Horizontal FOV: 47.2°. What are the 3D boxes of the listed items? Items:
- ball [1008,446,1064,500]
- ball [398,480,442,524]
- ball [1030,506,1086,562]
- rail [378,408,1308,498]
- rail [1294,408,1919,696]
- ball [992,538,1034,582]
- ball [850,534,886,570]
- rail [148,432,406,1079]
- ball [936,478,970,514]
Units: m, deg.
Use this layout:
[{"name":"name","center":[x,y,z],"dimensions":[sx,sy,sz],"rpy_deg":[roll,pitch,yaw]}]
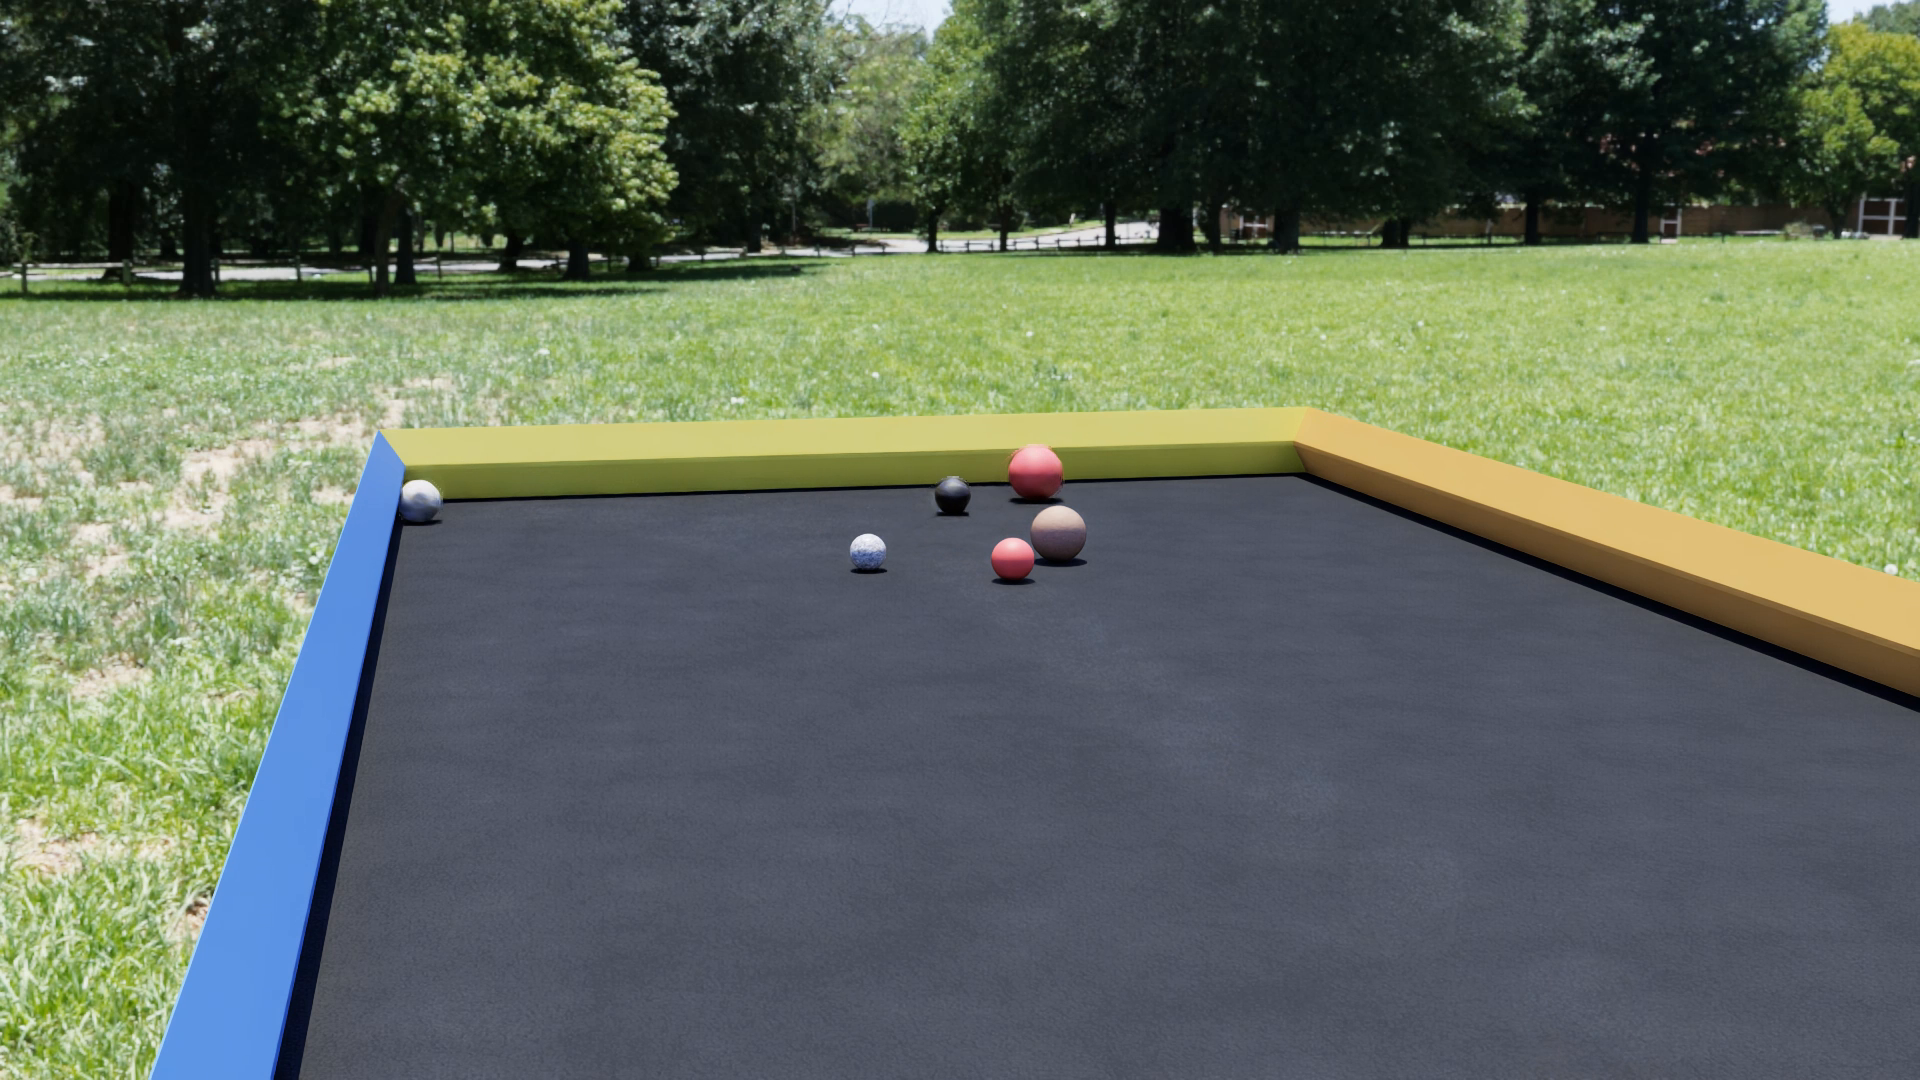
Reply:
[{"name":"ball","center":[0.132,-0.116,3.832],"dimensions":[0.095,0.095,0.095],"rpy_deg":[0,10,0]},{"name":"ball","center":[-0.884,-0.063,3.595],"dimensions":[0.071,0.071,0.071],"rpy_deg":[0,10,0]},{"name":"ball","center":[0.145,-0.009,3.240],"dimensions":[0.083,0.083,0.083],"rpy_deg":[0,10,0]},{"name":"rail","center":[-0.169,-0.157,3.981],"dimensions":[1.712,0.124,0.045],"rpy_deg":[-2,10,-12]},{"name":"rail","center":[0.987,0.076,2.611],"dimensions":[0.045,0.124,3.258],"rpy_deg":[-2,10,-12]},{"name":"ball","center":[0.074,0.027,3.092],"dimensions":[0.061,0.061,0.061],"rpy_deg":[0,10,0]},{"name":"ball","center":[-0.133,0.018,3.172],"dimensions":[0.054,0.054,0.054],"rpy_deg":[0,10,0]},{"name":"rail","center":[-0.639,0.136,2.260],"dimensions":[0.045,0.124,3.258],"rpy_deg":[-2,10,-12]},{"name":"ball","center":[-0.012,-0.073,3.687],"dimensions":[0.059,0.059,0.059],"rpy_deg":[0,10,0]}]
